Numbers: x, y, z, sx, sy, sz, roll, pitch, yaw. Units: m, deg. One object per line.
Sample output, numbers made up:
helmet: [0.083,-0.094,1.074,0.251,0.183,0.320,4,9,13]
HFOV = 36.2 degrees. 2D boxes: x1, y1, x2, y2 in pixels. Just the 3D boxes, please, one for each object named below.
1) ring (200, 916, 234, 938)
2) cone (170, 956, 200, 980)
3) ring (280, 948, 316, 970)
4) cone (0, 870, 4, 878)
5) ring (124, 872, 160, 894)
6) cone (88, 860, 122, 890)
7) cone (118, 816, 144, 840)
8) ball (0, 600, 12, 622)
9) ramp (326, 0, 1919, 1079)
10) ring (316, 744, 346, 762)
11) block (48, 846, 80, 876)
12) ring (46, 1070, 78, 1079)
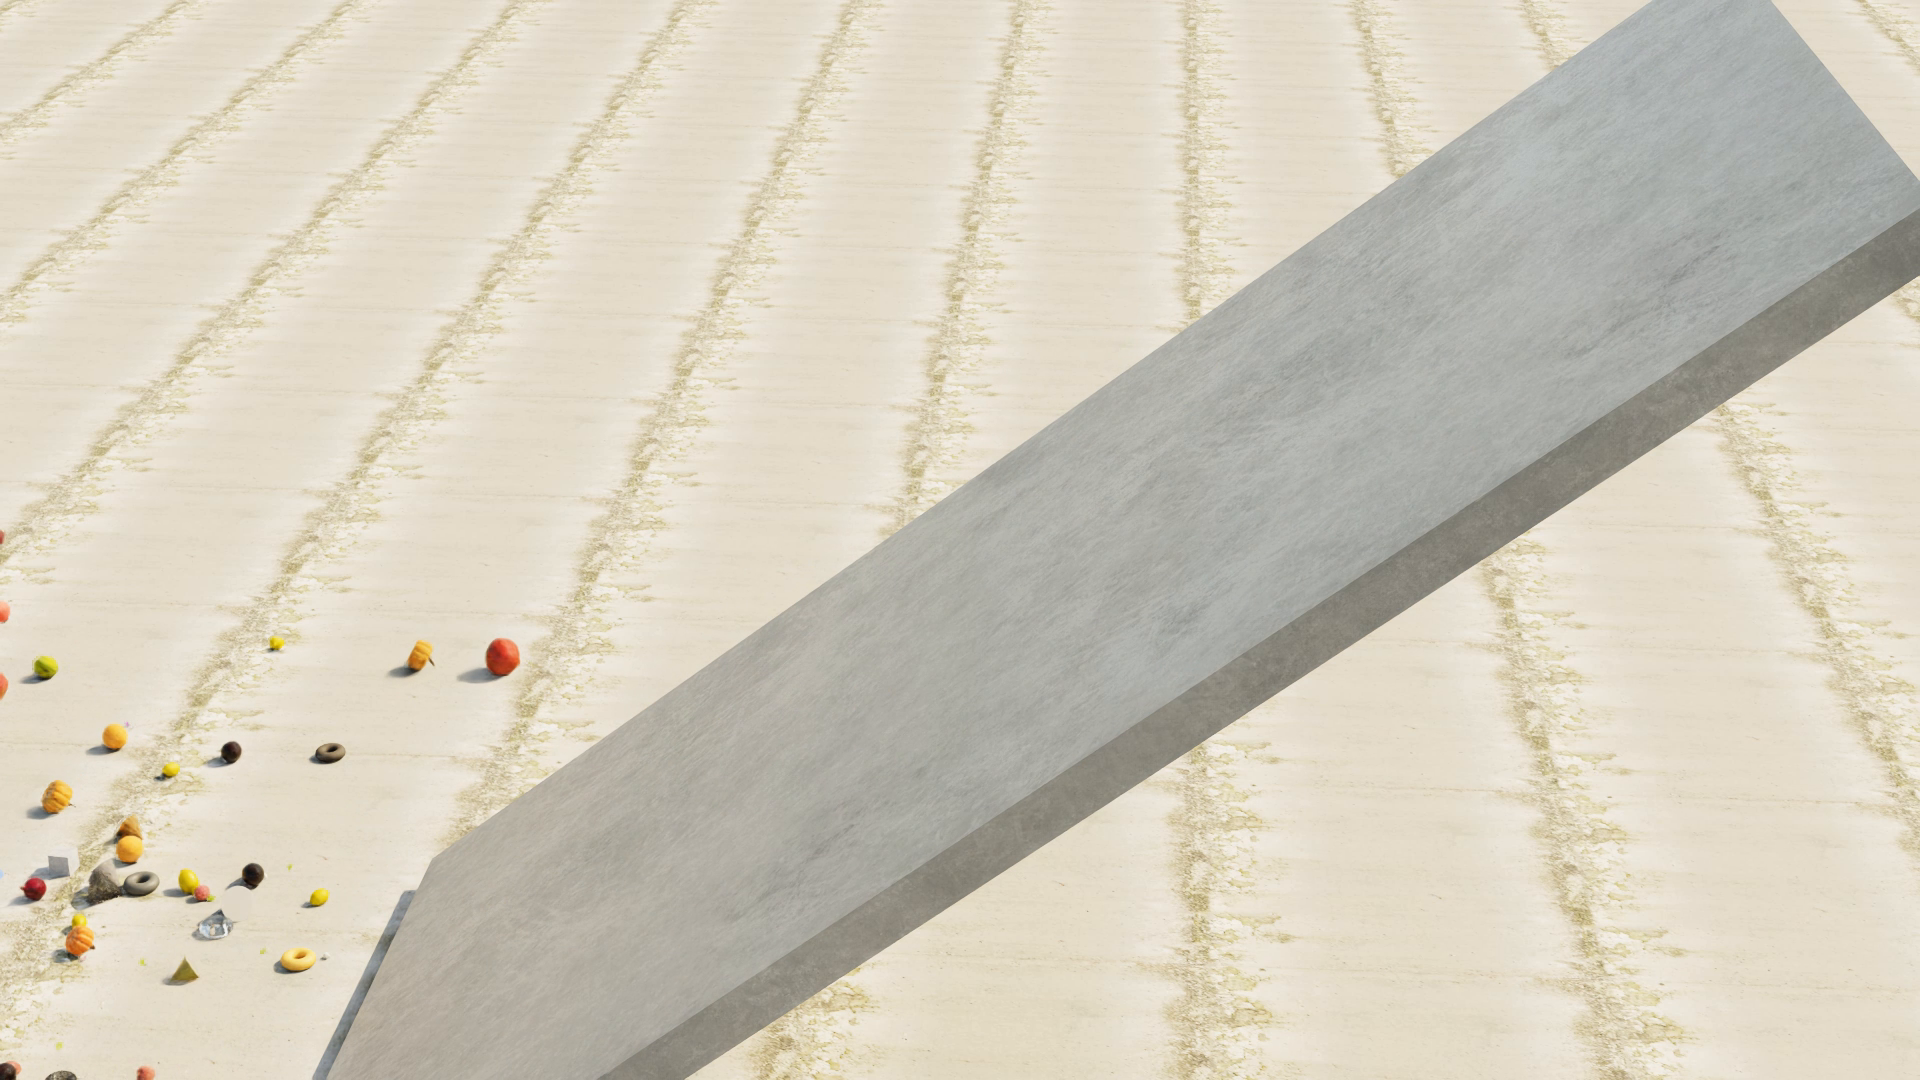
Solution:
ring: [-1.926,1.002,7.619,0.088,0.029,0.088,1,23,0]
cone: [-1.962,1.092,7.407,0.066,0.066,0.066,-34,32,-9]
ring: [-1.681,1.065,7.472,0.088,0.029,0.088,1,22,0]
cone: [-2.615,0.858,7.870,0.096,0.096,0.096,0,23,0]
ring: [-2.178,0.913,7.826,0.094,0.031,0.094,0,24,0]
cone: [-2.258,0.908,7.828,0.083,0.083,0.083,38,35,14]
cone: [-2.265,0.806,8.078,0.068,0.068,0.068,36,33,11]
ball: [-3.066,0.227,9.390,0.070,0.070,0.070,0,23,0]
ramp: [0.126,0.181,6.329,4.000,0.100,2.000,-35,16,17]
ring: [-1.825,0.616,8.527,0.087,0.029,0.087,-1,24,0]
block: [-2.410,0.863,7.909,0.057,0.057,0.057,4,23,9]
ring: [-2.129,1.283,6.961,0.079,0.026,0.079,1,22,0]
